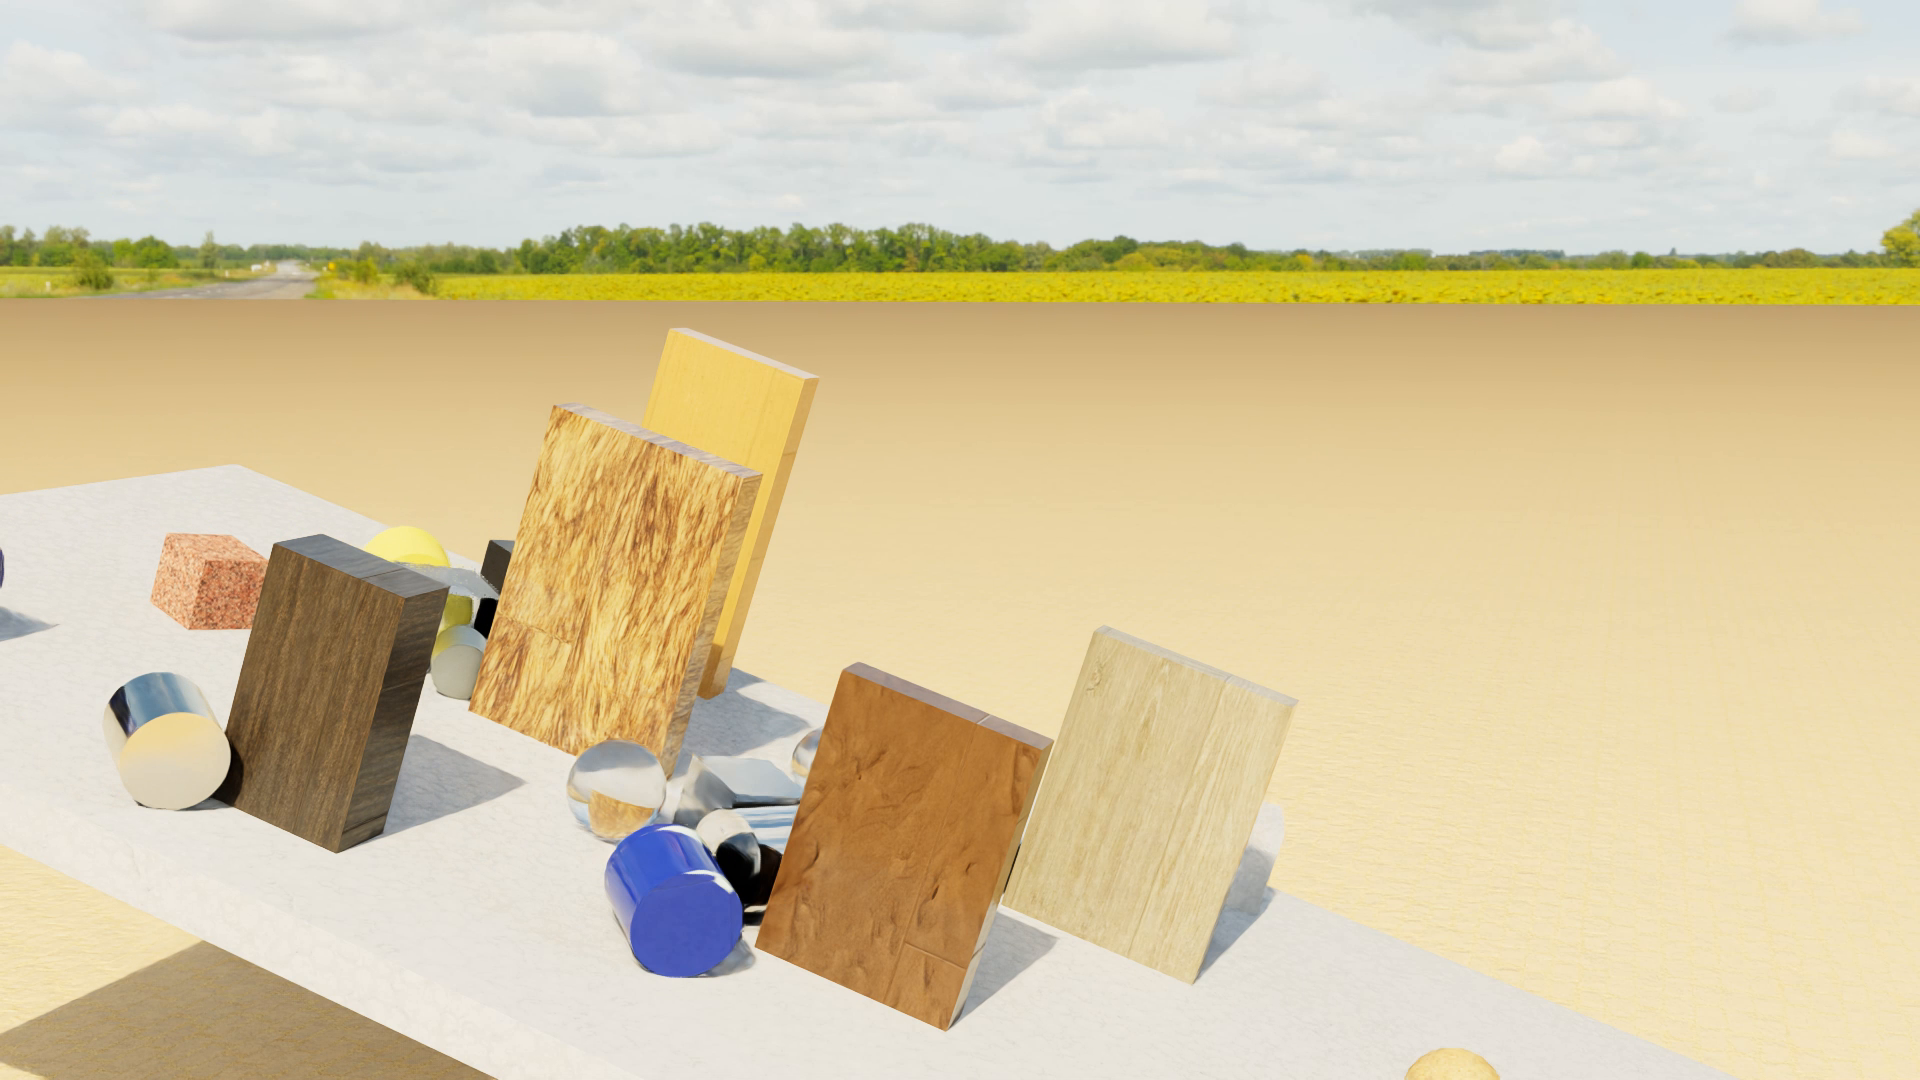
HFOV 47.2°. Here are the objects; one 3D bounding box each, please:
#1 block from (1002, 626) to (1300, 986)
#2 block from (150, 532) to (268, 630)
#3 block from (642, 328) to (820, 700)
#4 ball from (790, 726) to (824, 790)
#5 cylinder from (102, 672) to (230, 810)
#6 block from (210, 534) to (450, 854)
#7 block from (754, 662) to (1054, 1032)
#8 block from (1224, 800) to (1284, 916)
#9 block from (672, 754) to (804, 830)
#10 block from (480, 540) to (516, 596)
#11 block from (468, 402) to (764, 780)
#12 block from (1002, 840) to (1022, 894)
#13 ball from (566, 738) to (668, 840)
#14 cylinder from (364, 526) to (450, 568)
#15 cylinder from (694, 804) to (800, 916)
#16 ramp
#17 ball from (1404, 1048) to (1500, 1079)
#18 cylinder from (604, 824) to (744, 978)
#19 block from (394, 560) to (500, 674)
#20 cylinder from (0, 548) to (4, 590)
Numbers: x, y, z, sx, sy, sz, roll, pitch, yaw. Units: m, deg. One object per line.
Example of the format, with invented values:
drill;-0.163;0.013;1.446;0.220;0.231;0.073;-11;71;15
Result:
block;0.364;0.513;4.269;0.405;0.585;0.081;21;12;14
block;-1.529;0.085;4.483;0.150;0.150;0.150;27;15;36
block;-0.598;-0.060;4.998;0.340;0.771;0.092;21;12;14
ball;-0.264;0.469;4.548;0.172;0.172;0.172;0;7;0
cylinder;-1.311;0.331;3.632;0.173;0.173;0.173;-4;21;-29
block;-1.054;0.253;3.674;0.255;0.456;0.140;21;12;14
block;-0.098;0.517;3.726;0.365;0.520;0.082;21;12;14
block;0.585;0.672;4.823;0.194;0.194;0.194;19;12;3
block;-0.411;0.519;4.110;0.170;0.170;0.170;8;15;-38
block;-0.984;0.117;5.068;0.179;0.179;0.179;27;15;37
block;-0.690;0.108;4.382;0.422;0.655;0.101;21;12;14
block;0.045;0.633;4.407;0.112;0.112;0.112;8;15;-39
ball;-0.630;0.457;4.037;0.184;0.184;0.184;0;7;0
cylinder;-1.209;0.092;4.819;0.194;0.194;0.194;-3;19;-21
cylinder;-0.350;0.571;3.920;0.189;0.189;0.189;6;1;42
ramp;-0.351;0.659;4.222;4.000;0.100;2.000;21;12;14
ball;0.865;0.983;3.856;0.182;0.182;0.182;0;7;0
cylinder;-0.475;0.594;3.634;0.188;0.188;0.188;-3;19;-22
block;-1.105;0.168;4.659;0.179;0.179;0.179;9;15;-38
cylinder;-1.876;0.058;3.952;0.210;0.210;0.210;20;10;9
